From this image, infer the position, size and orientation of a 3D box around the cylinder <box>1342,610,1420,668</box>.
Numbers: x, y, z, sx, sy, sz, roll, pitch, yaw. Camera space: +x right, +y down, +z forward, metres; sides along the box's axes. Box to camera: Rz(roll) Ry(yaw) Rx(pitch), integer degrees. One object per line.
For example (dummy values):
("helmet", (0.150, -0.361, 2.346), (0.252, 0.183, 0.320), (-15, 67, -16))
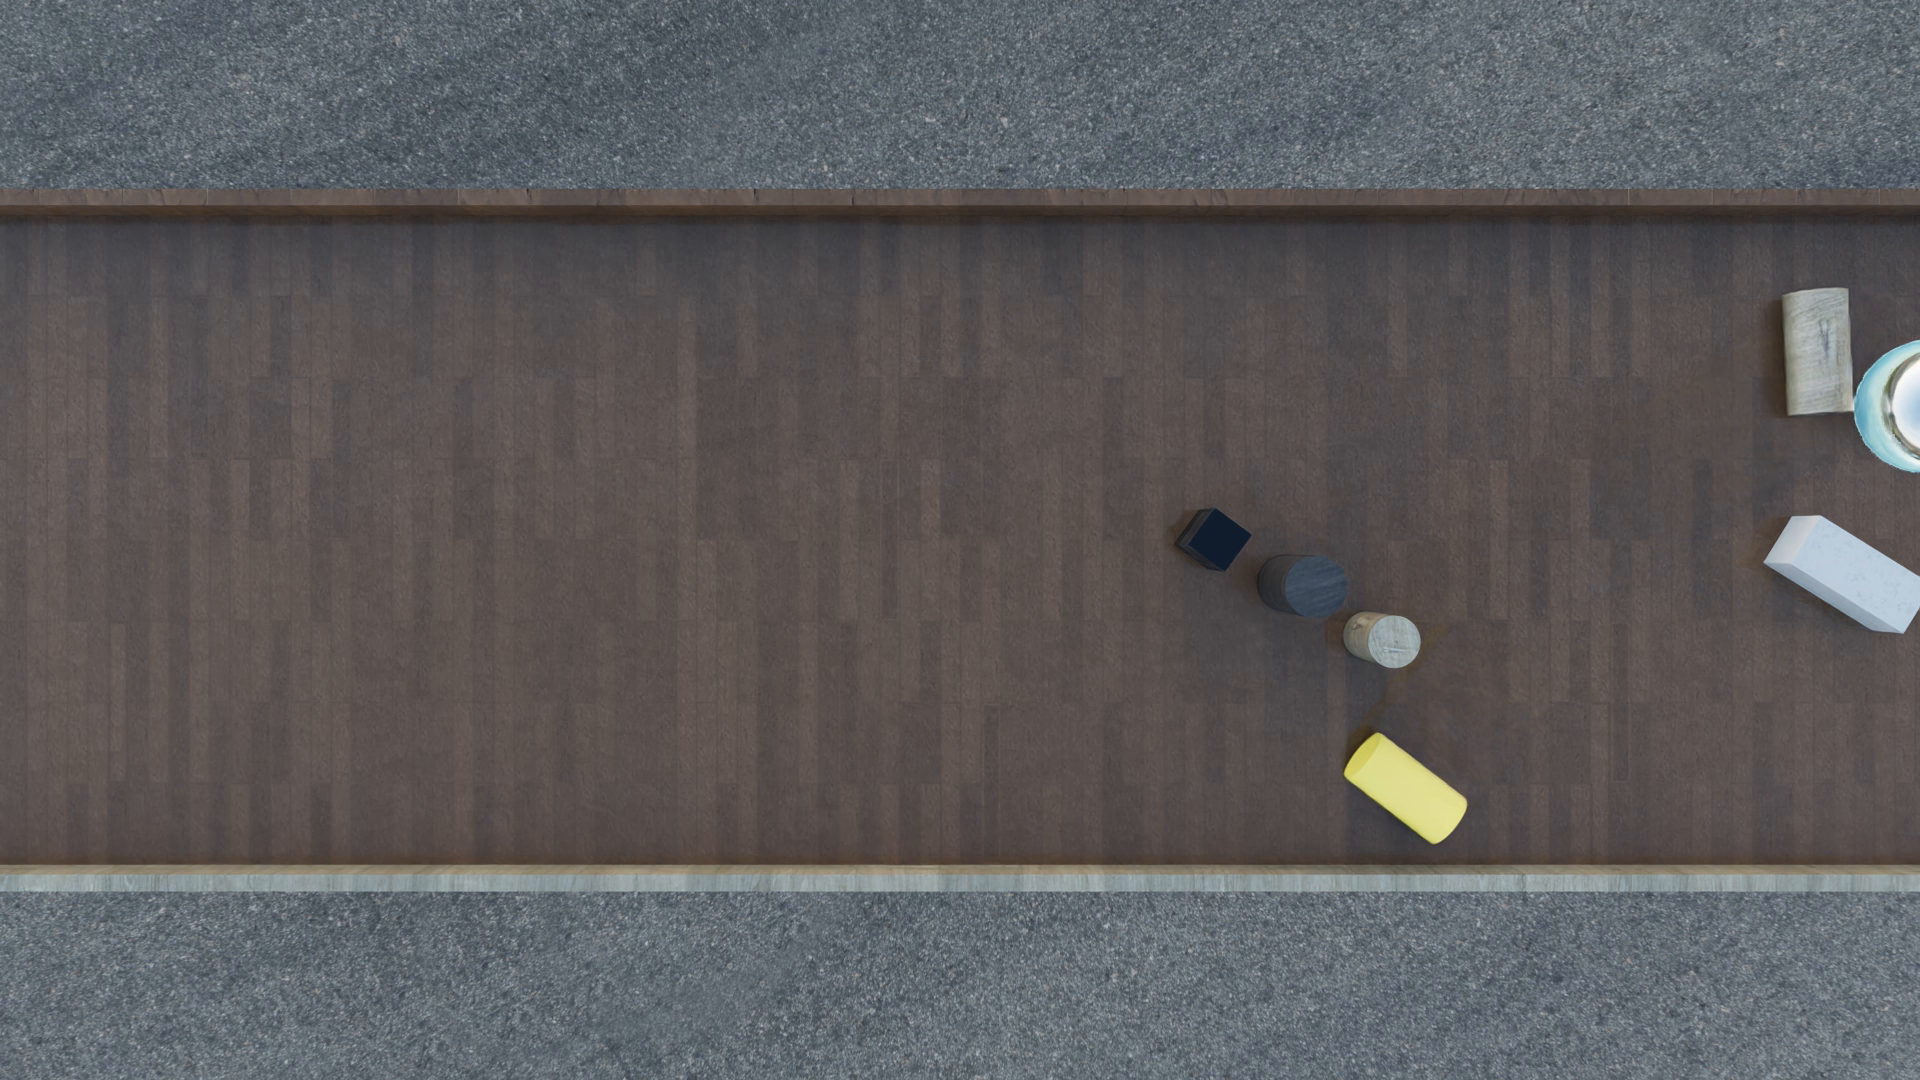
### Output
("cylinder", (1.254, 0.294, 4.920), (0.152, 0.313, 0.152), (0, 90, 0))

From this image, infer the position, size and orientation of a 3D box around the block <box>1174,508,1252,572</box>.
("block", (0.750, -0.001, 4.917), (0.132, 0.319, 0.132), (36, 90, 0))

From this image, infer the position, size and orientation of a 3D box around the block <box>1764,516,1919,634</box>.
("block", (2.684, 0.103, 4.992), (0.395, 0.168, 0.168), (32, 90, 0))

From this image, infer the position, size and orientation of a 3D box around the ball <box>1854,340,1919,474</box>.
("ball", (2.870, -0.395, 4.877), (0.399, 0.399, 0.399), (0, 90, 0))

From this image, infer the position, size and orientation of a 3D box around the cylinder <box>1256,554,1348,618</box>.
("cylinder", (1.002, 0.132, 4.860), (0.178, 0.433, 0.178), (0, 90, 0))

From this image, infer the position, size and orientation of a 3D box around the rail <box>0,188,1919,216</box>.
("rail", (-2.247, -1.025, 5.002), (12.000, 0.150, 0.050), (0, 90, 0))

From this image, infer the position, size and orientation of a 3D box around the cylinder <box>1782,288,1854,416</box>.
("cylinder", (2.594, -0.565, 4.988), (0.178, 0.178, 0.367), (-3, 90, 0))

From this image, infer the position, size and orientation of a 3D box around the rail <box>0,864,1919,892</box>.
("rail", (-2.247, 1.025, 5.001), (12.000, 0.150, 0.050), (0, 90, 0))

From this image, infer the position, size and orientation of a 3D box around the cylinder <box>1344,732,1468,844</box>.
("cylinder", (1.348, 0.750, 4.991), (0.326, 0.172, 0.172), (38, 90, 0))
